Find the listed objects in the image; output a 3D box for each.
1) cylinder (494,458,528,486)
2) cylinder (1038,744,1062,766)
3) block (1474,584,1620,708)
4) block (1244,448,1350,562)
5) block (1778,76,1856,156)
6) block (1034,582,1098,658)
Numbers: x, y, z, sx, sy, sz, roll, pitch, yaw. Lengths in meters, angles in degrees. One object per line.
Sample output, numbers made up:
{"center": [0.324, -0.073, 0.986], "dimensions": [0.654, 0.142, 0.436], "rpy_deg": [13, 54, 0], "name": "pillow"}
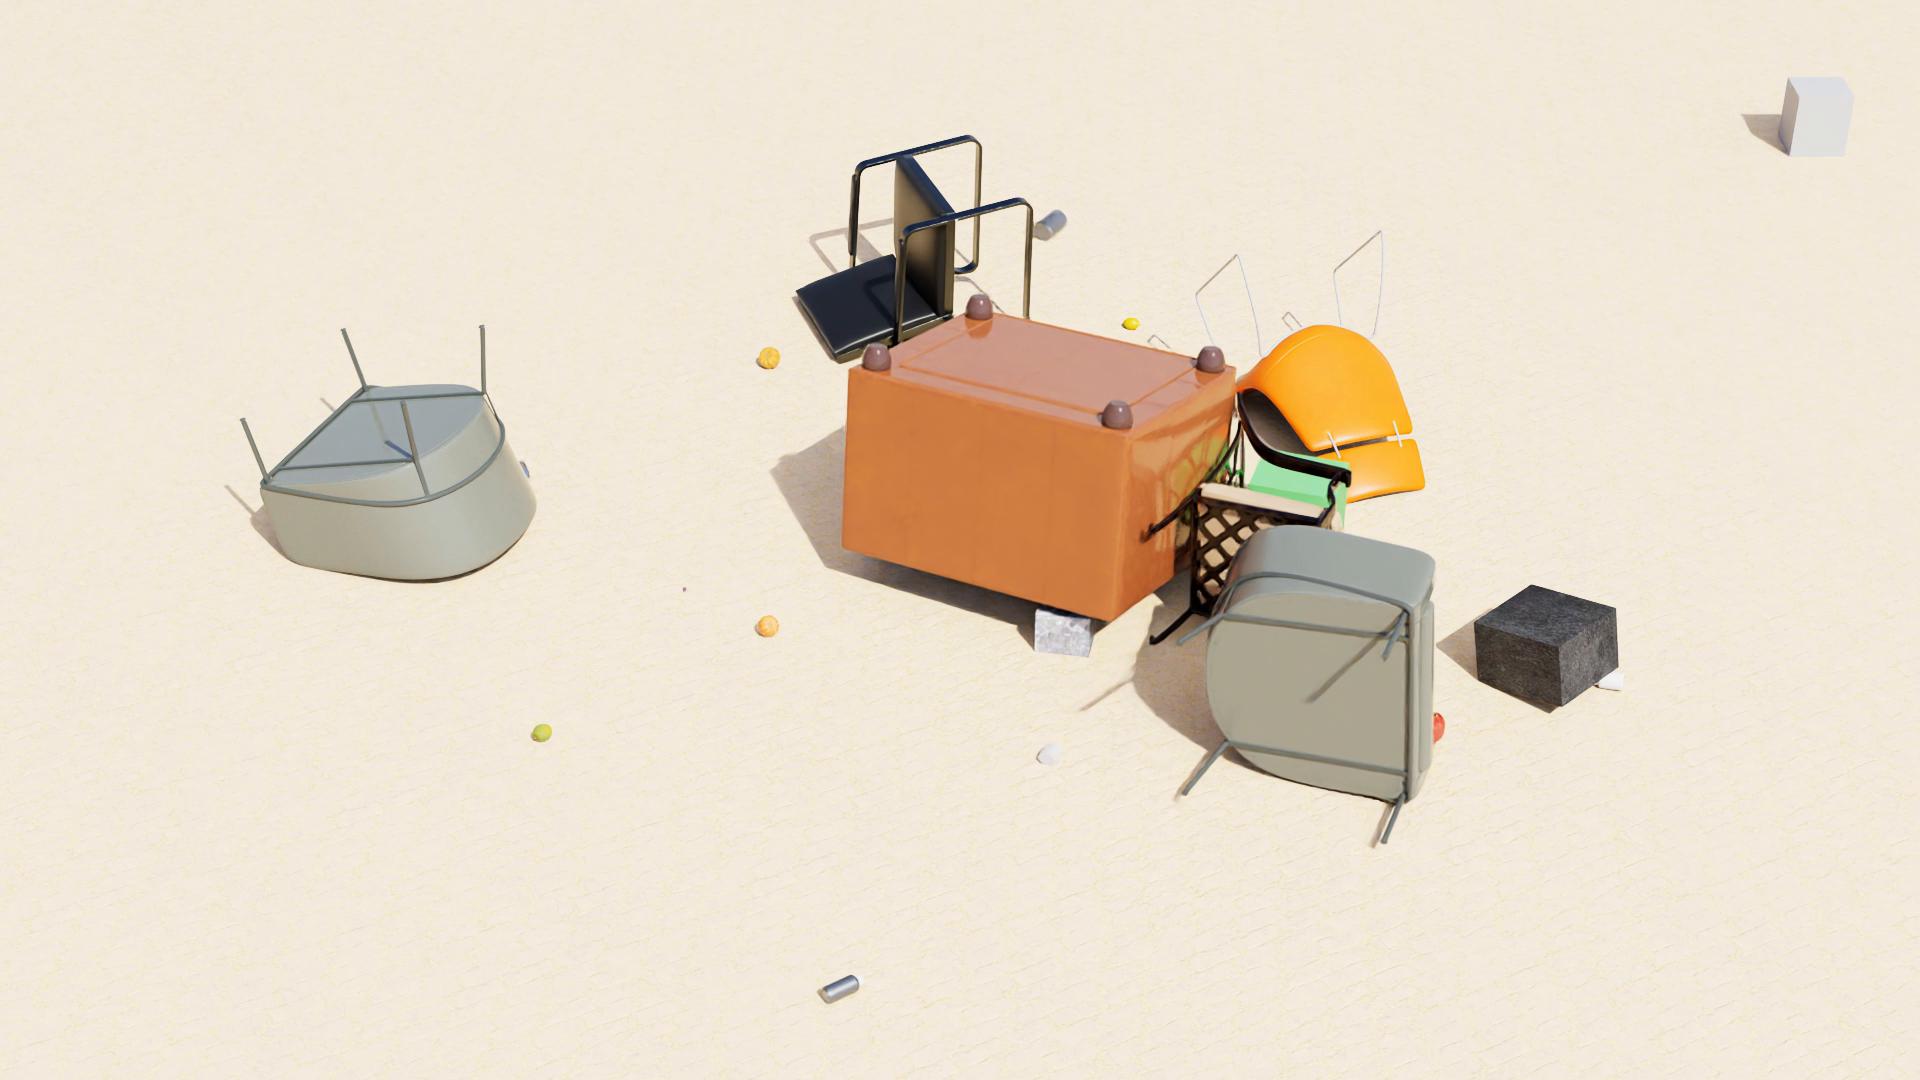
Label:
{"center": [-1.730, -0.262, 11.300], "dimensions": [0.118, 0.046, 0.121], "rpy_deg": [-26, 27, -2], "name": "cylinder"}
{"center": [0.301, 0.718, 9.809], "dimensions": [0.062, 0.051, 0.056], "rpy_deg": [17, 45, 13], "name": "cylinder"}
{"center": [2.026, 0.361, 10.127], "dimensions": [0.334, 0.231, 0.353], "rpy_deg": [-29, 32, -36], "name": "block"}
{"center": [1.251, -0.129, 10.887], "dimensions": [0.321, 0.278, 0.260], "rpy_deg": [10, 35, 15], "name": "block"}
{"center": [3.989, -1.972, 13.662], "dimensions": [0.255, 0.303, 0.223], "rpy_deg": [0, 33, -1], "name": "block"}
{"center": [0.377, 0.282, 10.368], "dimensions": [0.193, 0.162, 0.200], "rpy_deg": [6, 34, 9], "name": "block"}
